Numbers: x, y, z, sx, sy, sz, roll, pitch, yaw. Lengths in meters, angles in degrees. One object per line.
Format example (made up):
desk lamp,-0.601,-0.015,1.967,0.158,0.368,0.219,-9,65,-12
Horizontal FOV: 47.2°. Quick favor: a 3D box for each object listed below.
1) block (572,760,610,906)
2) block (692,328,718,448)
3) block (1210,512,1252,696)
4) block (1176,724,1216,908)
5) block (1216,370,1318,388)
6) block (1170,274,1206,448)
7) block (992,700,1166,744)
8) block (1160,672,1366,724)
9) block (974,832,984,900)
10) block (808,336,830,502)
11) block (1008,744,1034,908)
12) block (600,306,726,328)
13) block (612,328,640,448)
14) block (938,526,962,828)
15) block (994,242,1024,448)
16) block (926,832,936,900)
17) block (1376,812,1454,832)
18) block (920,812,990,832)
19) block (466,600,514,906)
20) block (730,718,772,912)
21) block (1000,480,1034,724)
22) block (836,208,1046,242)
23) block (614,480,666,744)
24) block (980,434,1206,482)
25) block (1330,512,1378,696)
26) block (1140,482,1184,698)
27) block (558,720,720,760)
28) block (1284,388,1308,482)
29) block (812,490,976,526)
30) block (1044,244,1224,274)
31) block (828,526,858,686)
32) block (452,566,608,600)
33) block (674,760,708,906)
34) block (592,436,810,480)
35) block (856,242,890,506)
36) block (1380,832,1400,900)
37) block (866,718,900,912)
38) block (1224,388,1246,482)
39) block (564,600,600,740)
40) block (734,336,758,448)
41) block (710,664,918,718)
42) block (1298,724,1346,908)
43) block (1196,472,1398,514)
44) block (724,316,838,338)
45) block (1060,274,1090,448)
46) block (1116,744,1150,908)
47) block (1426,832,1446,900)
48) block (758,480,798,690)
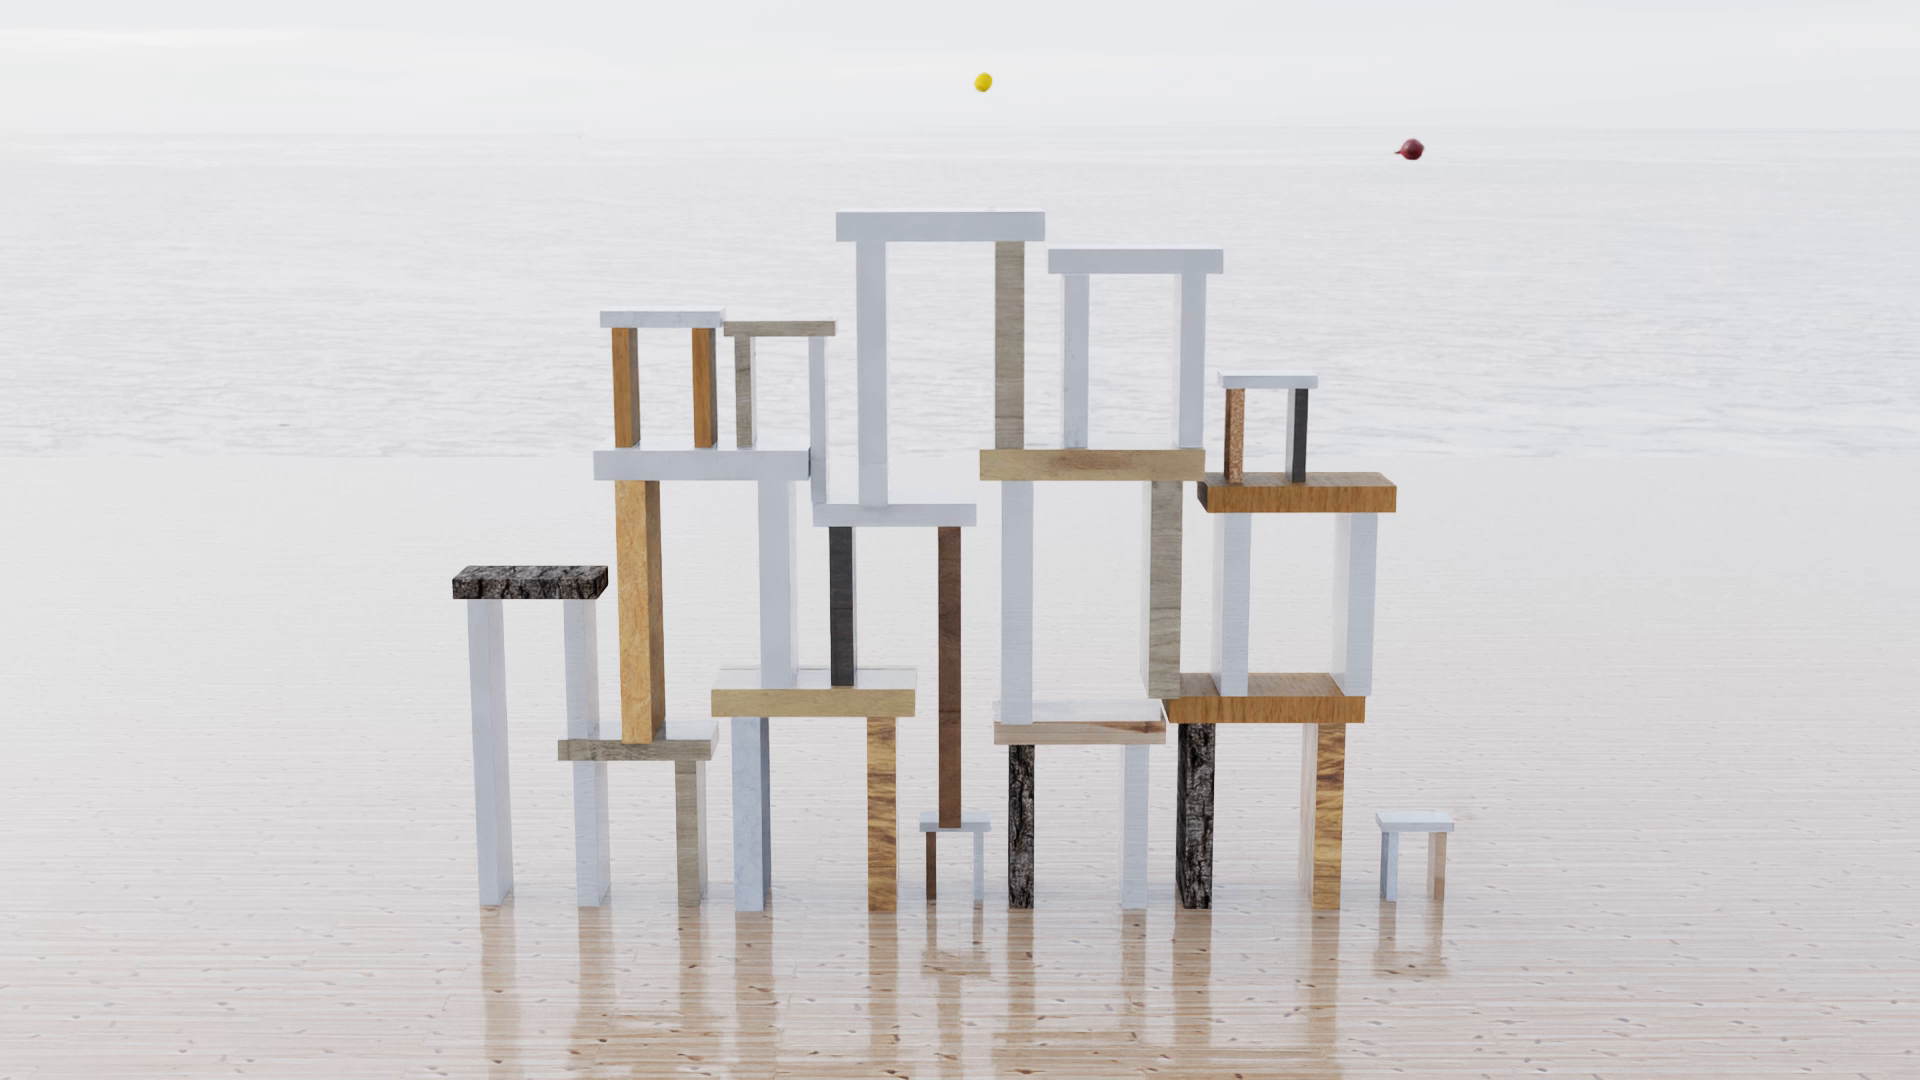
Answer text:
block,-0.610,0.468,3.647,0.035,0.248,0.124,0,11,0
block,-0.407,-0.248,3.510,0.027,0.189,0.094,0,11,0
block,0.440,0.091,3.576,0.042,0.299,0.149,0,11,0
block,0.389,0.435,3.645,0.044,0.314,0.157,0,11,0
block,0.490,-0.256,3.512,0.150,0.021,0.075,0,11,-1
block,0.363,-0.291,3.499,0.039,0.272,0.136,0,11,0
block,0.193,0.298,3.613,0.277,0.039,0.139,0,11,0
block,0.494,0.259,3.612,0.314,0.044,0.157,0,11,0
block,0.030,0.532,3.658,0.017,0.117,0.059,0,11,0
block,-0.225,-0.197,3.519,0.025,0.264,0.088,0,11,0
block,0.101,0.454,3.641,0.039,0.277,0.139,0,11,0
block,-0.470,-0.354,3.492,0.189,0.027,0.094,0,11,0
block,-0.533,-0.248,3.511,0.027,0.189,0.095,0,11,0
block,-0.017,0.212,3.603,0.037,0.500,0.130,0,11,0
block,0.078,-0.316,3.497,0.046,0.322,0.161,0,11,0
block,-0.048,0.532,3.658,0.017,0.117,0.059,0,11,0
block,0.753,0.467,3.642,0.118,0.017,0.059,0,11,0
block,-0.009,0.467,3.646,0.117,0.017,0.058,0,11,0
block,-0.773,0.337,3.624,0.033,0.514,0.116,0,11,0
block,-0.344,0.430,3.637,0.046,0.327,0.163,0,11,0
block,0.090,0.085,3.573,0.050,0.395,0.176,0,11,0
block,-0.030,-0.497,3.463,0.322,0.046,0.161,0,11,0
block,-0.519,0.102,3.580,0.048,0.428,0.169,0,11,0
block,0.208,-0.133,3.531,0.353,0.050,0.176,0,11,0
block,0.639,0.090,3.577,0.042,0.299,0.149,0,11,0
block,0.326,0.064,3.569,0.050,0.353,0.176,0,11,0
block,-0.528,0.329,3.621,0.247,0.035,0.124,0,11,0
block,0.540,-0.172,3.529,0.021,0.150,0.075,0,11,0
block,-0.104,-0.051,3.554,0.260,0.037,0.130,0,11,0
block,0.272,-0.444,3.472,0.272,0.039,0.136,0,11,0
block,-0.190,0.095,3.581,0.037,0.260,0.130,0,11,0
block,-0.696,0.068,3.574,0.231,0.033,0.116,0,11,0
block,-0.445,0.468,3.647,0.035,0.248,0.124,0,11,0
block,-0.407,-0.132,3.536,0.338,0.048,0.169,0,11,0
block,-0.137,-0.271,3.505,0.046,0.414,0.161,0,11,0
block,0.713,0.533,3.654,0.017,0.118,0.059,0,11,0
block,-0.127,0.430,3.637,0.046,0.327,0.163,0,11,0
block,0.440,-0.172,3.528,0.021,0.150,0.075,0,11,0
block,-0.619,0.198,3.598,0.033,0.231,0.116,0,11,0
block,-0.342,-0.241,3.511,0.025,0.176,0.088,0,11,0
block,-0.235,0.246,3.603,0.327,0.046,0.163,0,11,0
block,0.599,0.435,3.645,0.044,0.314,0.157,0,11,0
block,0.540,-0.077,3.545,0.299,0.042,0.149,0,11,0
block,-0.284,-0.339,3.492,0.176,0.025,0.088,0,11,0
block,0.182,-0.291,3.499,0.039,0.272,0.136,0,11,0
block,0.286,0.454,3.641,0.039,0.277,0.139,0,11,0
block,0.792,0.533,3.654,0.017,0.118,0.059,0,11,0
block,-0.294,0.057,3.571,0.048,0.338,0.169,0,11,0
